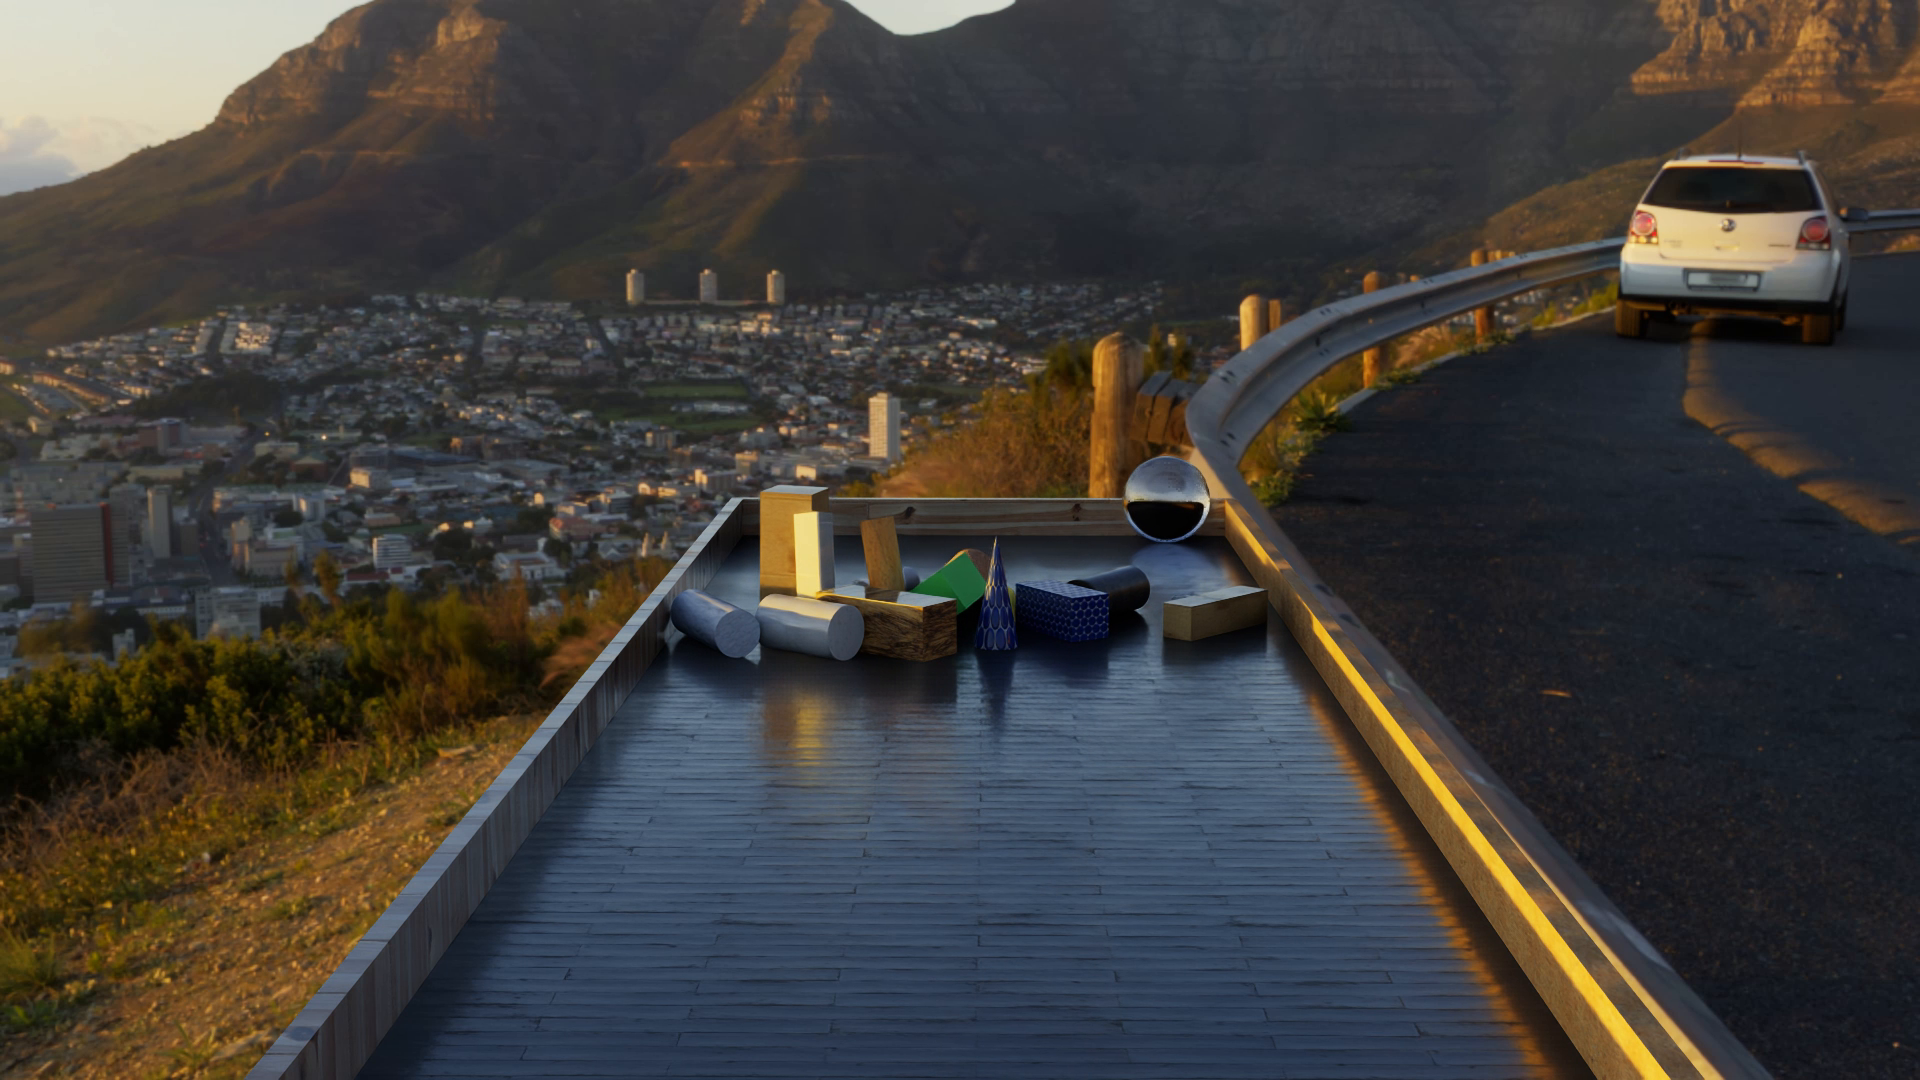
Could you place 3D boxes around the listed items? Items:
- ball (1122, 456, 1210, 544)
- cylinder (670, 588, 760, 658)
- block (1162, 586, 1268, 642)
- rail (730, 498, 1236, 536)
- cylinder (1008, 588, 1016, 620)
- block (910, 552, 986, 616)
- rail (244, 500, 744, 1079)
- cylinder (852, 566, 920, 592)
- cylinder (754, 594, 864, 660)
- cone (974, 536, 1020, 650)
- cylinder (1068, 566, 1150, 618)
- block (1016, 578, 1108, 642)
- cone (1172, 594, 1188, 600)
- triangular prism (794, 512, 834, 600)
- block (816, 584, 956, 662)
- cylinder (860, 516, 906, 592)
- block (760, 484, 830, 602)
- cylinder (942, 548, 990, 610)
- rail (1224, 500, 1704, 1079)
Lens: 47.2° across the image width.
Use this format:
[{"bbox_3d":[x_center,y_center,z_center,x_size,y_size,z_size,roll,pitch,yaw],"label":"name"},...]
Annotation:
[{"bbox_3d":[0.836,-0.164,8.917,0.354,0.354,0.354,0,9,0],"label":"ball"},{"bbox_3d":[-0.771,0.259,6.903,0.149,0.149,0.405,-5,10,-26],"label":"cylinder"},{"bbox_3d":[0.835,0.237,7.162,0.111,0.111,0.421,8,12,42],"label":"block"},{"bbox_3d":[0.099,-0.098,9.147,2.100,0.150,0.050,0,9,1],"label":"rail"},{"bbox_3d":[0.131,0.233,7.209,0.103,0.103,0.407,0,9,2],"label":"cylinder"},{"bbox_3d":[-0.040,0.172,7.249,0.151,0.151,0.380,-35,0,16],"label":"block"},{"bbox_3d":[-1.004,0.839,3.234,0.050,0.150,12.000,0,9,1],"label":"rail"},{"bbox_3d":[-0.262,0.168,7.606,0.105,0.105,0.323,5,10,27],"label":"cylinder"},{"bbox_3d":[-0.465,0.267,6.776,0.304,0.171,0.171,7,11,38],"label":"cylinder"},{"bbox_3d":[0.114,0.156,6.888,0.144,0.357,0.144,0,9,0],"label":"cone"},{"bbox_3d":[0.484,0.185,7.356,0.153,0.153,0.339,6,11,34],"label":"cylinder"},{"bbox_3d":[0.329,0.226,7.125,0.142,0.142,0.320,-6,11,-32],"label":"block"},{"bbox_3d":[0.870,0.233,7.377,0.393,0.103,0.103,2,5,-43],"label":"cone"},{"bbox_3d":[-0.444,0.110,7.044,0.106,0.394,0.122,0,-4,-42],"label":"triangular prism"},{"bbox_3d":[-0.231,0.256,6.852,0.428,0.170,0.170,7,11,37],"label":"block"},{"bbox_3d":[-0.247,0.101,7.221,0.114,0.344,0.114,-9,0,0],"label":"cylinder"},{"bbox_3d":[-0.543,0.056,7.218,0.176,0.447,0.176,4,10,15],"label":"block"},{"bbox_3d":[0.012,0.138,7.617,0.164,0.164,0.347,2,9,10],"label":"cylinder"},{"bbox_3d":[1.046,0.843,3.208,0.050,0.150,12.000,0,9,1],"label":"rail"}]
